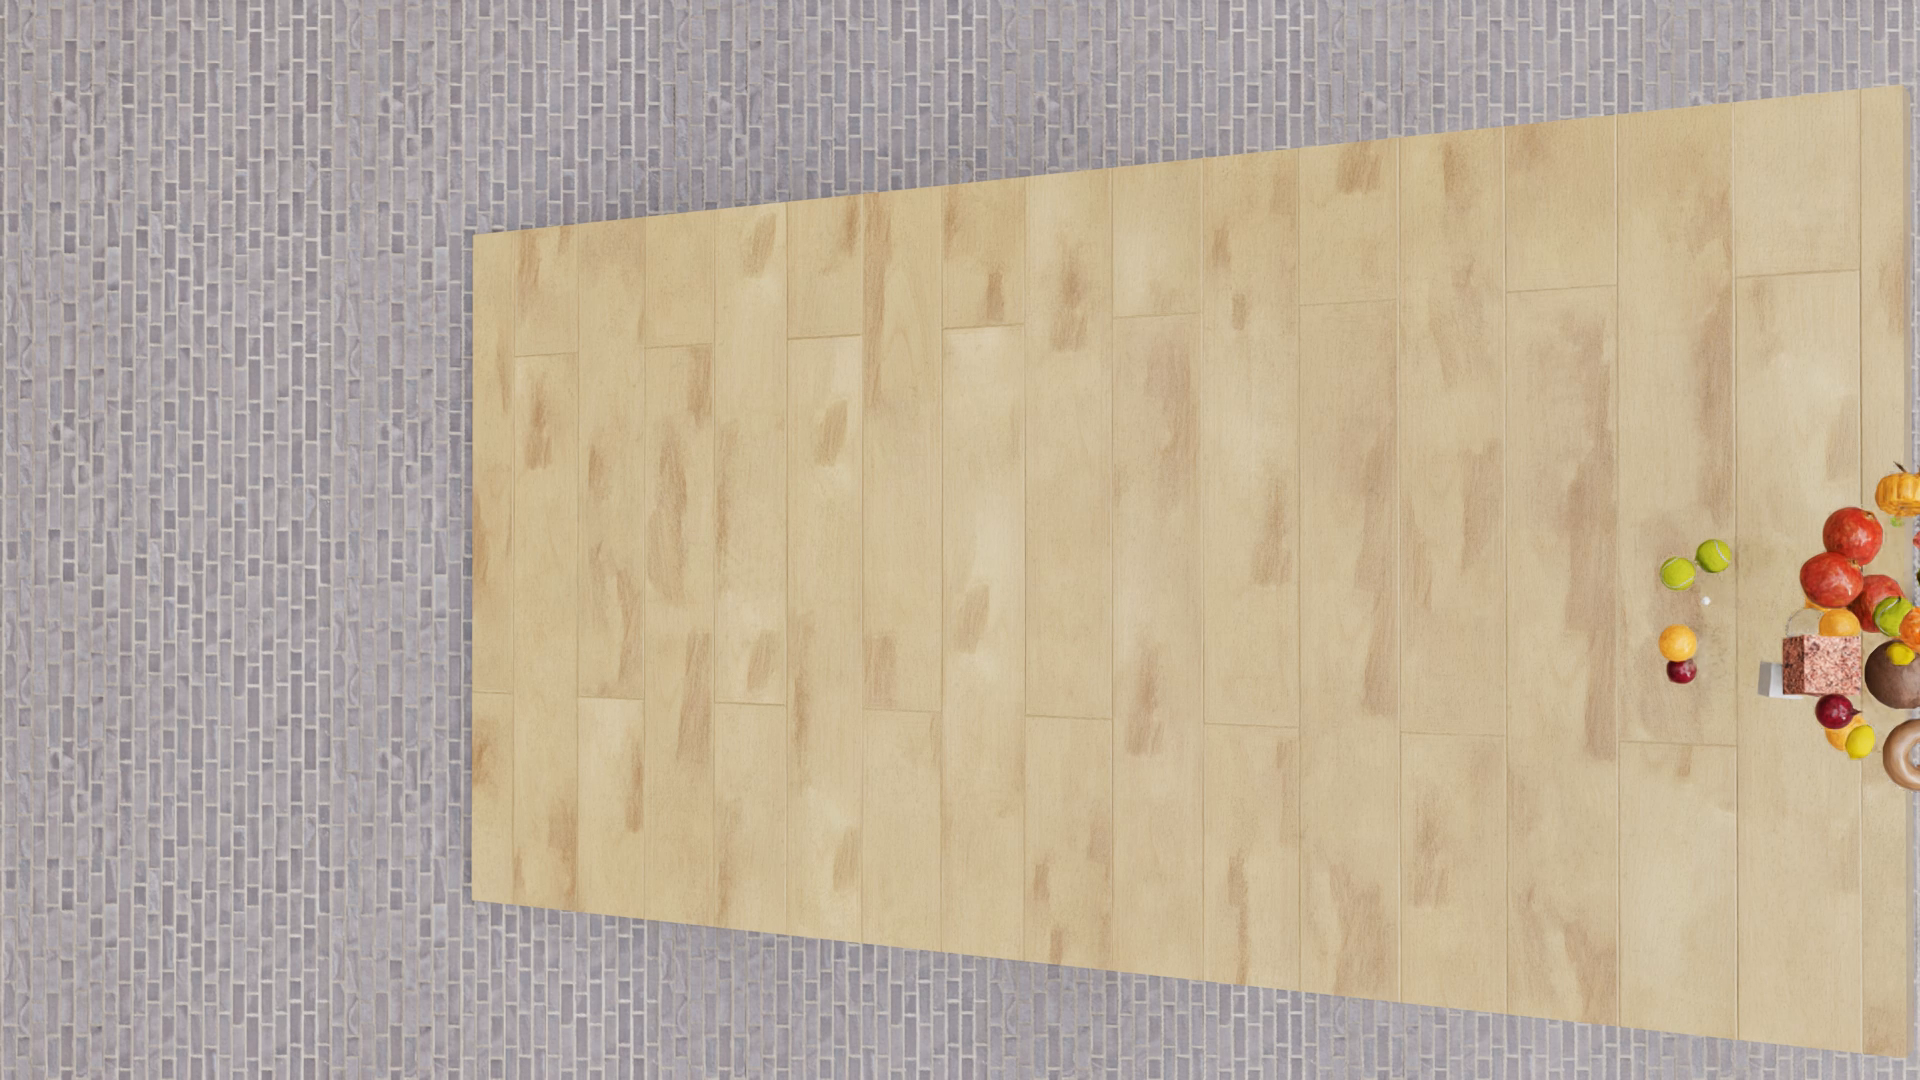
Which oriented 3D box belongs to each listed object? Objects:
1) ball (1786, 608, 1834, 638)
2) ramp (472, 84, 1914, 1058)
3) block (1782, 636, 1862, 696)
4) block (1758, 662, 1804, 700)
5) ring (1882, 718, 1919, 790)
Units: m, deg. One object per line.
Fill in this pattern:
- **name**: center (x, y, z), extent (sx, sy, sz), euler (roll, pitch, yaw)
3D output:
- **ball**: center (1.722, 0.183, 4.455), extent (0.088, 0.088, 0.088), euler (0, 89, 0)
- **ramp**: center (0.263, 0.072, 5.607), extent (4.000, 0.100, 2.000), euler (0, 89, 32)
- **block**: center (1.461, 0.214, 3.729), extent (0.096, 0.096, 0.096), euler (2, 84, 0)
- **block**: center (1.436, 0.245, 3.843), extent (0.059, 0.059, 0.059), euler (5, 90, 1)
- **ring**: center (1.698, 0.379, 3.894), extent (0.131, 0.044, 0.131), euler (-1, 100, -4)
